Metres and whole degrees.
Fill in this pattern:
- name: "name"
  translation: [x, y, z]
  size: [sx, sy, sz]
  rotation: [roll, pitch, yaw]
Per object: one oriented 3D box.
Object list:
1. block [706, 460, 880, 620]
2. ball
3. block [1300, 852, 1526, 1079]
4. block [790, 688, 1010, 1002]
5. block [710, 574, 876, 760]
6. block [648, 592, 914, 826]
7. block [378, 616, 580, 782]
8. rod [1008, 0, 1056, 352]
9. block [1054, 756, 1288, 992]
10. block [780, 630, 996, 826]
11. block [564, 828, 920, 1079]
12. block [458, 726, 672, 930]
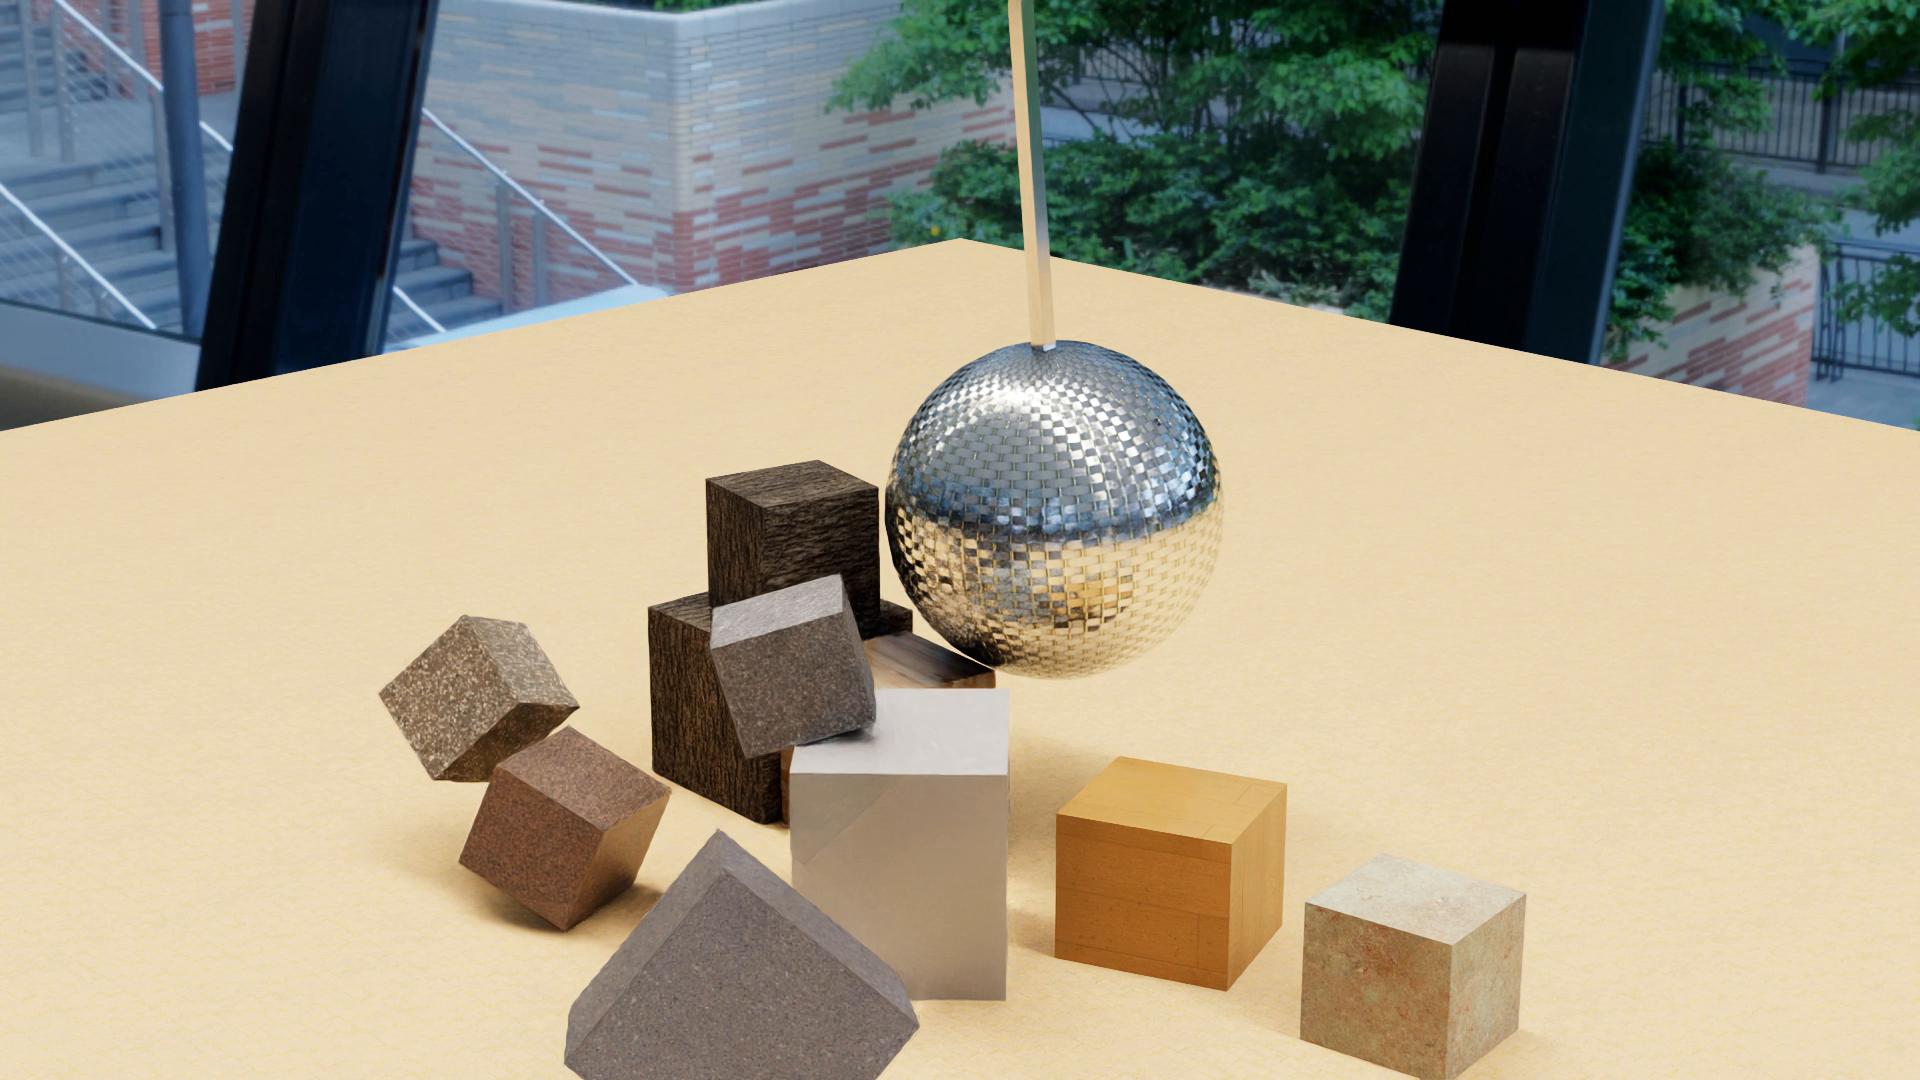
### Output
- name: "block"
  translation: [-0.811, 0.035, 14.229]
  size: [0.631, 0.650, 0.584]
  rotation: [-11, 20, -31]
- name: "ball"
  translation: [0.443, -0.141, 13.762]
  size: [1.600, 1.600, 1.600]
  rotation: [0, 17, 0]
- name: "block"
  translation: [1.829, 1.723, 11.849]
  size: [0.663, 0.608, 0.618]
  rotation: [13, 22, 36]
- name: "block"
  translation: [-0.239, 1.284, 12.530]
  size: [0.885, 1.022, 0.964]
  rotation: [0, 18, 1]
- name: "block"
  translation: [-0.701, 0.528, 12.366]
  size: [0.568, 0.509, 0.526]
  rotation: [-16, 17, 2]
- name: "block"
  translation: [-0.882, 0.753, 14.490]
  size: [0.944, 0.875, 0.902]
  rotation: [-15, 23, -39]
- name: "block"
  translation: [-2.185, 0.730, 13.338]
  size: [0.497, 0.566, 0.517]
  rotation: [54, 15, 19]
- name: "rod"
  translation: [0.192, -3.291, 12.508]
  size: [0.080, 5.200, 0.080]
  rotation: [17, 30, 42]
- name: "block"
  translation: [0.915, 1.429, 12.678]
  size: [0.784, 0.672, 0.725]
  rotation: [8, 19, 23]
- name: "block"
  translation: [-0.344, 0.980, 13.857]
  size: [0.736, 0.821, 0.715]
  rotation: [-13, 21, -35]
- name: "block"
  translation: [-0.796, 1.715, 10.550]
  size: [0.881, 0.867, 0.869]
  rotation: [40, -1, -7]
- name: "block"
  translation: [-1.751, 1.272, 13.048]
  size: [0.580, 0.527, 0.620]
  rotation: [30, 22, 14]
